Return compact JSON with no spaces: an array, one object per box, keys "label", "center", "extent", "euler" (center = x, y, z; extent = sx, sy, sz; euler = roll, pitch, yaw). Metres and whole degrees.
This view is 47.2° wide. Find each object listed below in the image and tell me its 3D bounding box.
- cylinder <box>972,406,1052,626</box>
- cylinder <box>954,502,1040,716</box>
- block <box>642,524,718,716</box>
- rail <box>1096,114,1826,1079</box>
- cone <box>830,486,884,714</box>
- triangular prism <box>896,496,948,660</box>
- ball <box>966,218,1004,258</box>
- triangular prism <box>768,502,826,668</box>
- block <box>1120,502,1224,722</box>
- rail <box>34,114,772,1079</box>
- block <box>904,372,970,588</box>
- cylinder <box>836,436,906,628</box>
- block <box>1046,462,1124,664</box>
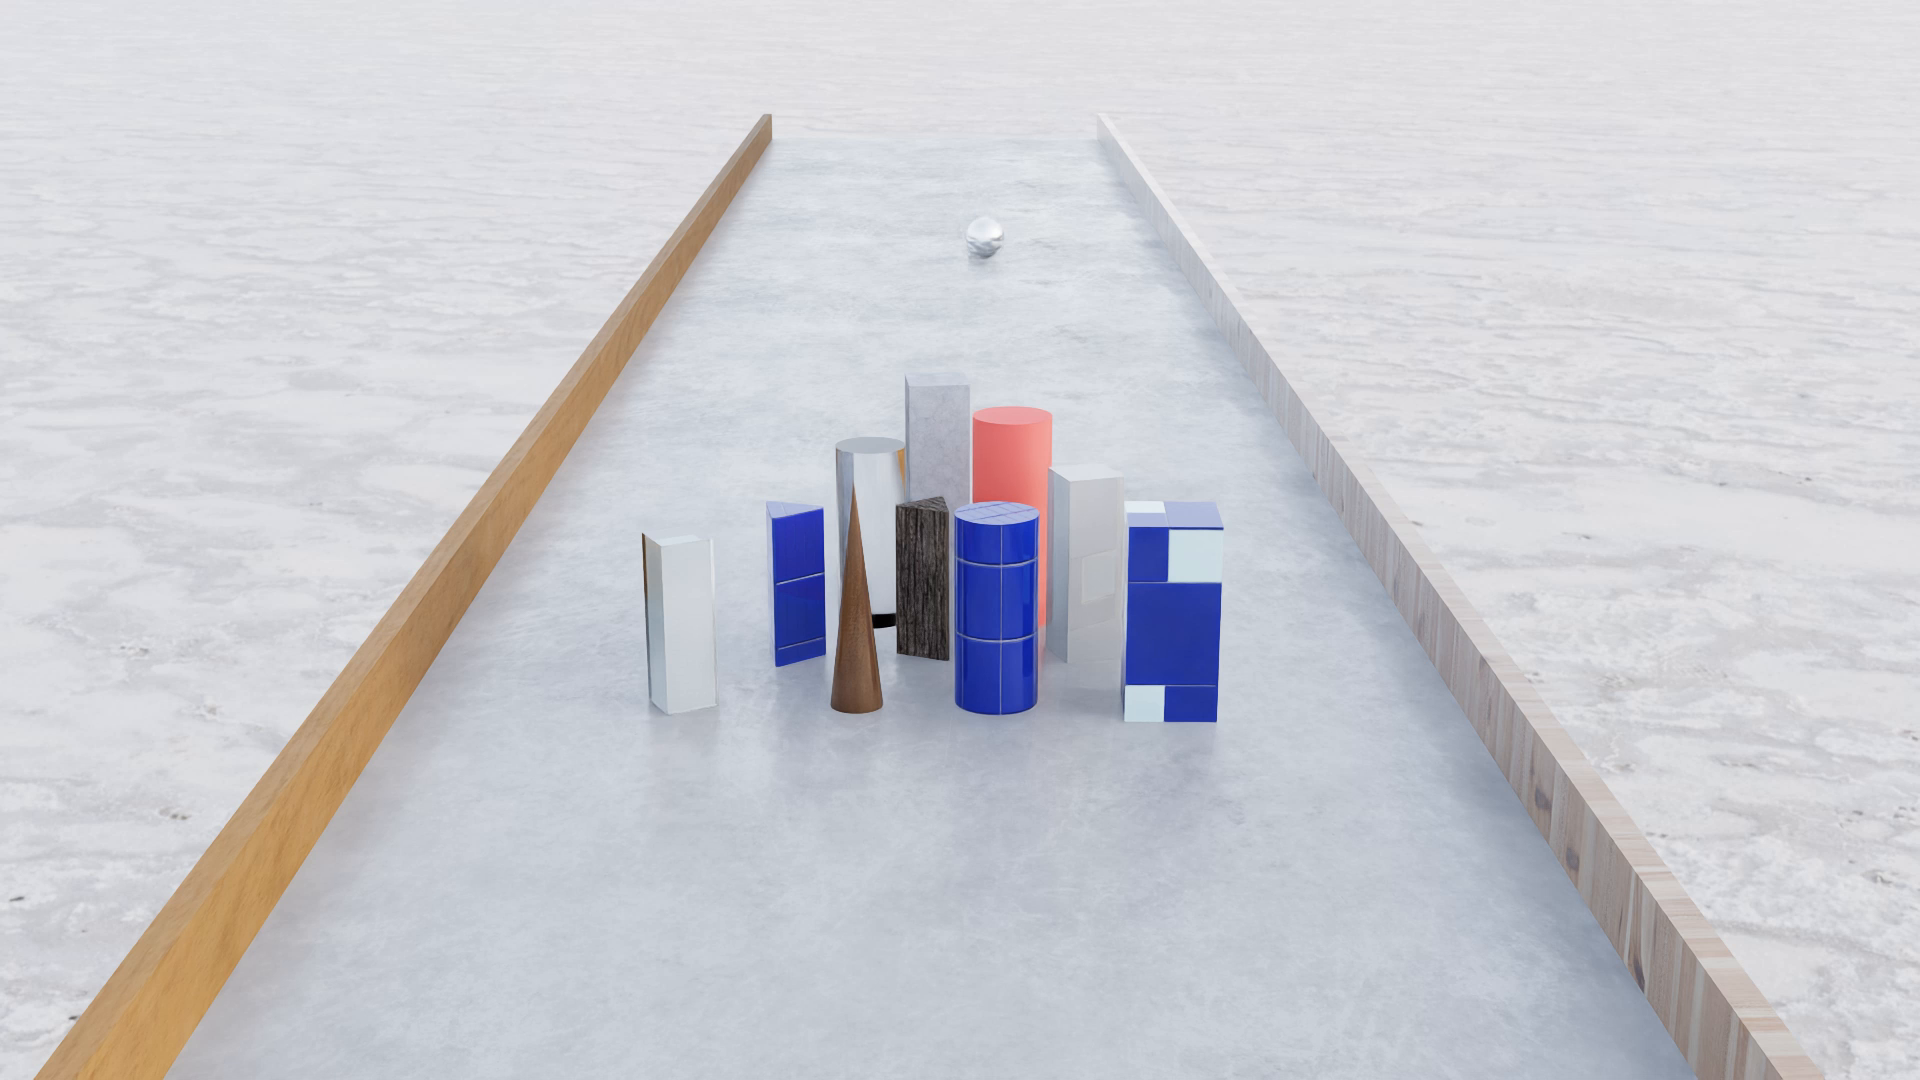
[{"label":"cylinder","center":[0.109,-0.046,4.608],"extent":[0.165,0.441,0.165],"euler":[0,17,0]},{"label":"cylinder","center":[0.069,0.128,4.143],"extent":[0.158,0.372,0.158],"euler":[0,17,0]},{"label":"block","center":[-0.526,0.150,4.138],"extent":[0.103,0.332,0.103],"euler":[-9,19,-27]},{"label":"rail","center":[0.932,-0.844,7.801],"extent":[0.050,0.150,12.000],"euler":[0,17,-1]},{"label":"cone","center":[-0.196,0.100,4.114],"extent":[0.101,0.442,0.101],"euler":[0,17,0]},{"label":"triangular prism","center":[-0.057,0.074,4.434],"extent":[0.114,0.311,0.099],"euler":[7,18,23]},{"label":"ball","center":[0.103,-1.265,9.193],"extent":[0.163,0.163,0.163],"euler":[0,17,0]},{"label":"triangular prism","center":[-0.352,0.082,4.410],"extent":[0.123,0.309,0.107],"euler":[-14,21,-38]},{"label":"block","center":[0.394,0.133,4.118],"extent":[0.172,0.378,0.172],"euler":[0,17,1]},{"label":"rail","center":[-1.118,-0.838,7.780],"extent":[0.050,0.150,12.000],"euler":[0,17,-1]},{"label":"block","center":[-0.050,-0.131,4.861],"extent":[0.132,0.460,0.132],"euler":[-2,17,-5]},{"label":"cylinder","center":[-0.186,-0.016,4.617],"extent":[0.147,0.378,0.147],"euler":[0,17,0]},{"label":"block","center":[0.250,0.046,4.412],"extent":[0.116,0.377,0.116],"euler":[-6,18,-19]}]
